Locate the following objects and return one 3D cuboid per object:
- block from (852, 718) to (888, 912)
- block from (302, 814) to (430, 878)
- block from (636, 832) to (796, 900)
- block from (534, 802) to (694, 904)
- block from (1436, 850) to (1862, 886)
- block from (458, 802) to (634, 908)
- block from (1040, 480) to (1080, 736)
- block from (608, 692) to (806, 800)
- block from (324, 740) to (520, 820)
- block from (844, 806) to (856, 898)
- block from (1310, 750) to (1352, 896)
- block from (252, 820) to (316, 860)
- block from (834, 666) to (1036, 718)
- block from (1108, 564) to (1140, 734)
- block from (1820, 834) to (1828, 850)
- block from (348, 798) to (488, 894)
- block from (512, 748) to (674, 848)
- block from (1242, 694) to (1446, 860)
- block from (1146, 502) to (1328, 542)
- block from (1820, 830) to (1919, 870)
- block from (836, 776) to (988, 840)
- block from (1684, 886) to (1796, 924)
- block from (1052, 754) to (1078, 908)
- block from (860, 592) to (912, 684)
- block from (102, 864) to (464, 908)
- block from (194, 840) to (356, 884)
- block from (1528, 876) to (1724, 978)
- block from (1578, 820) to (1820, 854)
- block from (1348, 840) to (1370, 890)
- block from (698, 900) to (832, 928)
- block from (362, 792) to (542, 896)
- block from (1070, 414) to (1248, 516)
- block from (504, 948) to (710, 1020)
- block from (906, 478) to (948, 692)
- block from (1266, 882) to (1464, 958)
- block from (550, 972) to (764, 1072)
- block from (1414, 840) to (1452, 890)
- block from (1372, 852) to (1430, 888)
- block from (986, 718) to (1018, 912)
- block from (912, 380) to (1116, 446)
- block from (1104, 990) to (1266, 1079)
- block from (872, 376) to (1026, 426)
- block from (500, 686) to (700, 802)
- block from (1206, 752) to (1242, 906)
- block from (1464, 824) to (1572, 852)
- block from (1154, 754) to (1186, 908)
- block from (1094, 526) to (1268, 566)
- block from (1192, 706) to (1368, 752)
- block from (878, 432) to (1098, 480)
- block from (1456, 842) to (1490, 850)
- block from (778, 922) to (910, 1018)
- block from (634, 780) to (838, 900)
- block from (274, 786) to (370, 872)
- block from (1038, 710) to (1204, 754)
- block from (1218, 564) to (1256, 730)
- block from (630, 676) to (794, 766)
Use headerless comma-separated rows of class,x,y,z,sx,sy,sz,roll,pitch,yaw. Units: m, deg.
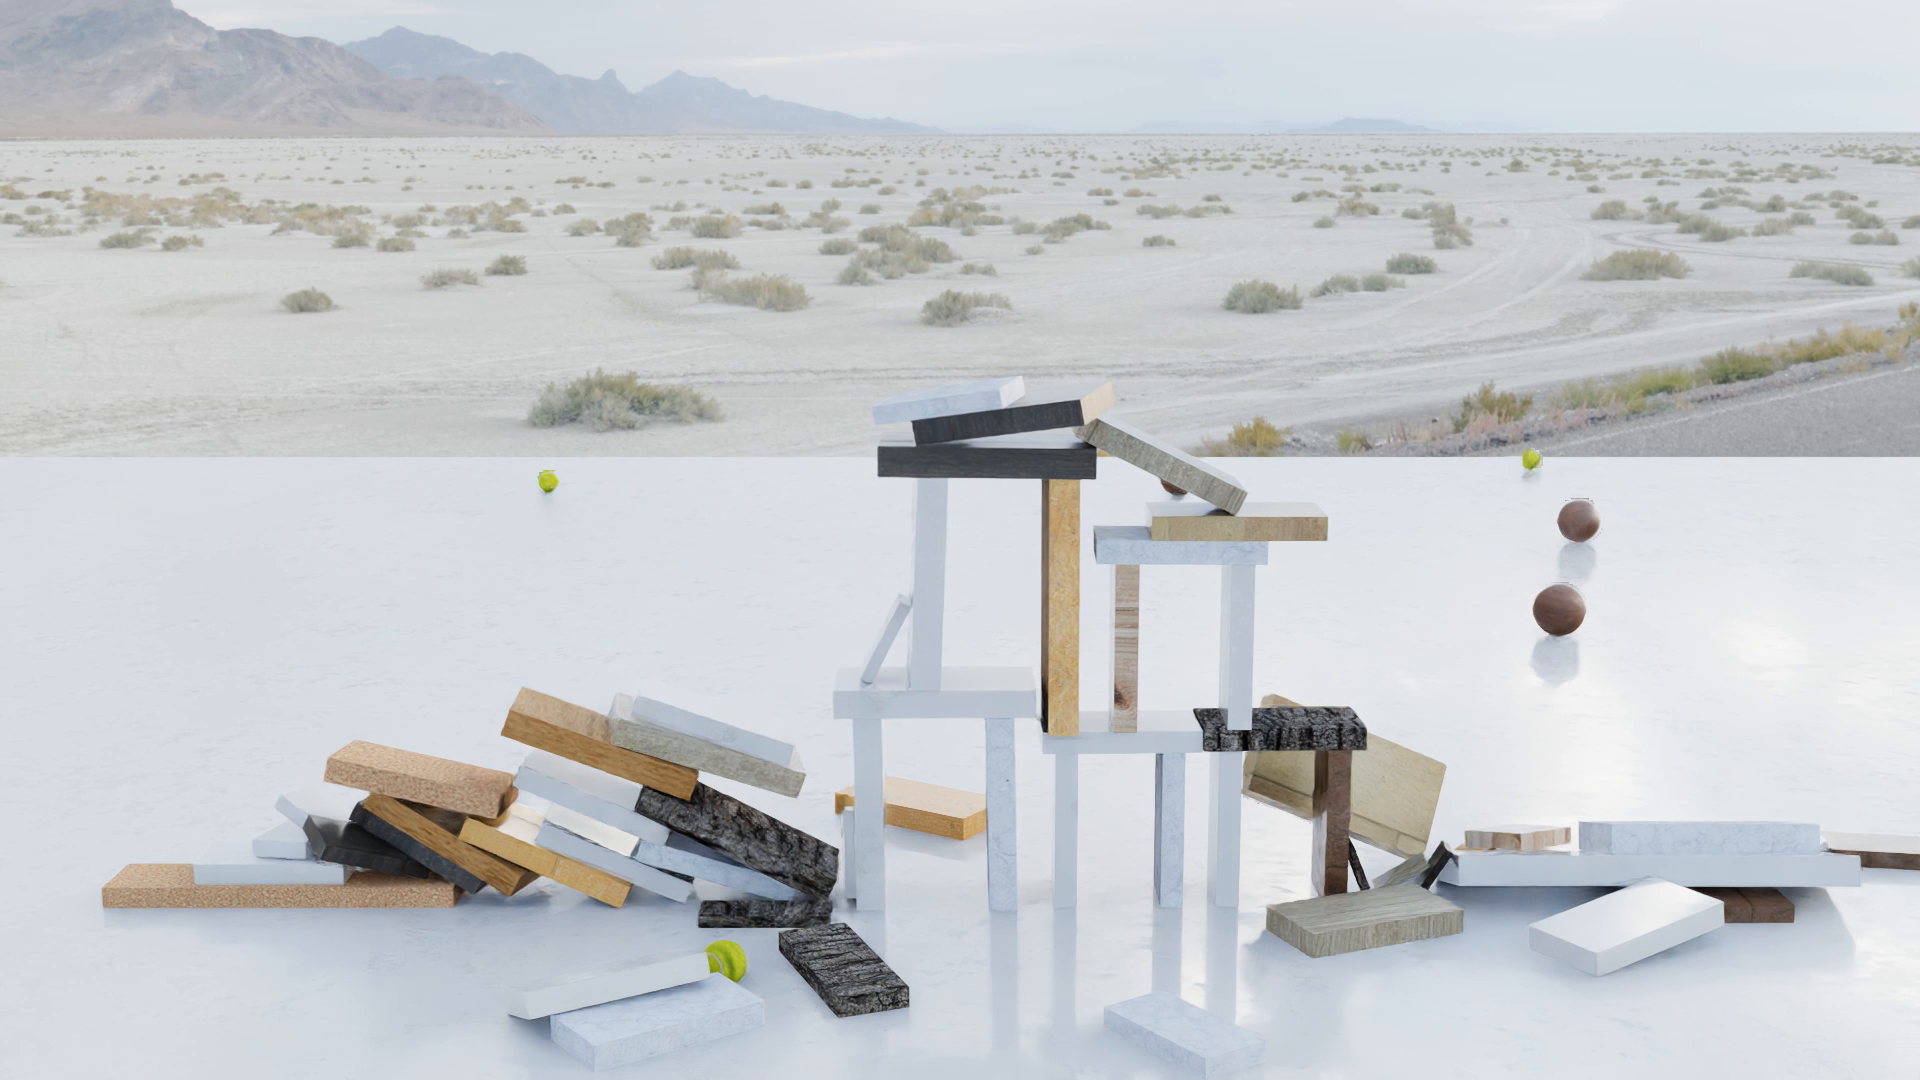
block,-0.147,0.431,3.637,0.046,0.324,0.162,-1,11,0
block,-0.971,0.503,3.607,0.194,0.027,0.097,19,13,-40
block,-0.403,0.532,3.663,0.265,0.037,0.132,17,8,-7
block,-0.569,0.517,3.665,0.265,0.037,0.132,23,10,-7
block,1.135,0.545,3.651,0.649,0.049,0.174,0,-6,0
block,-0.676,0.514,3.657,0.288,0.041,0.144,24,10,-3
block,0.162,0.094,3.573,0.049,0.417,0.172,-1,11,-2
block,-0.420,0.339,3.634,0.319,0.045,0.159,19,8,-14
block,-0.885,0.394,3.634,0.288,0.041,0.144,12,7,1
block,-0.180,0.516,3.635,0.020,0.142,0.071,-1,-2,0
block,0.616,0.459,3.649,0.037,0.265,0.132,0,11,0
block,-1.102,0.496,3.717,0.097,0.027,0.194,2,9,12
block,-0.041,0.249,3.602,0.324,0.046,0.162,0,11,0
block,0.267,0.163,3.585,0.039,0.277,0.136,0,11,0
block,1.473,0.522,3.839,0.051,0.015,0.103,-11,8,6
block,-0.885,0.500,3.672,0.245,0.035,0.122,29,10,5
block,-0.594,0.422,3.631,0.265,0.037,0.132,23,8,-2
block,0.660,0.411,3.796,0.347,0.174,0.049,22,-17,-14
block,0.443,-0.030,3.546,0.278,0.039,0.139,0,11,0
block,1.582,0.542,3.846,0.206,0.029,0.103,2,11,11
block,-0.073,0.494,4.077,0.287,0.041,0.144,7,13,33
block,1.236,0.592,3.580,0.206,0.029,0.103,0,11,0
block,0.173,0.462,3.645,0.037,0.260,0.130,0,11,0
block,-0.122,0.160,3.585,0.020,0.142,0.071,27,8,-8
block,-1.117,0.574,3.658,0.574,0.035,0.122,0,11,0
block,-1.134,0.537,3.667,0.245,0.035,0.122,0,11,0
block,1.039,0.600,3.425,0.278,0.039,0.139,-13,16,-29
block,1.242,0.501,3.708,0.347,0.049,0.174,0,-6,-2
block,0.659,0.544,3.657,0.014,0.097,0.049,-22,10,3
block,-0.314,0.603,3.545,0.210,0.020,0.071,0,11,0
block,-0.834,0.486,3.663,0.288,0.041,0.144,30,10,7
block,0.316,-0.133,3.534,0.287,0.041,0.144,26,10,-7
block,-0.509,0.638,3.167,0.267,0.038,0.134,-8,-4,-25
block,-0.054,0.056,3.567,0.049,0.344,0.172,1,10,-4
block,0.642,0.603,3.493,0.278,0.039,0.139,-4,11,-23
block,-0.425,0.676,3.100,0.267,0.038,0.134,-8,13,-35
block,0.782,0.548,3.647,0.014,0.097,0.049,31,12,-1
block,0.736,0.557,3.669,0.097,0.014,0.049,-32,6,10
block,0.068,0.431,3.637,0.046,0.324,0.162,-1,11,0
block,0.084,-0.200,3.458,0.287,0.041,0.144,-6,13,25
block,0.311,0.687,3.062,0.109,0.031,0.218,-7,13,-34
block,-0.018,-0.221,3.475,0.218,0.031,0.109,-6,13,23
block,-0.582,0.332,3.601,0.319,0.045,0.159,20,8,-7
block,0.439,0.459,3.650,0.037,0.265,0.132,0,11,0
block,0.975,0.518,3.837,0.103,0.029,0.206,-2,-4,39
block,0.347,0.462,3.645,0.037,0.260,0.130,0,11,0
block,0.354,0.008,3.555,0.272,0.039,0.136,0,11,1
block,0.524,0.311,3.620,0.265,0.037,0.132,0,11,-2
block,0.044,-0.136,3.530,0.344,0.049,0.172,1,11,1
block,0.900,0.548,3.857,0.051,0.015,0.103,6,12,31
block,-0.177,0.643,3.301,0.109,0.031,0.288,-4,11,-21
block,-0.366,0.481,3.641,0.345,0.045,0.159,27,8,-7
block,-1.041,0.482,3.677,0.193,0.027,0.097,32,12,15
block,0.261,0.316,3.620,0.260,0.037,0.130,0,11,-2
block,0.451,0.160,3.585,0.039,0.272,0.136,0,11,0
block,-0.408,0.299,3.633,0.267,0.038,0.134,19,7,-9
